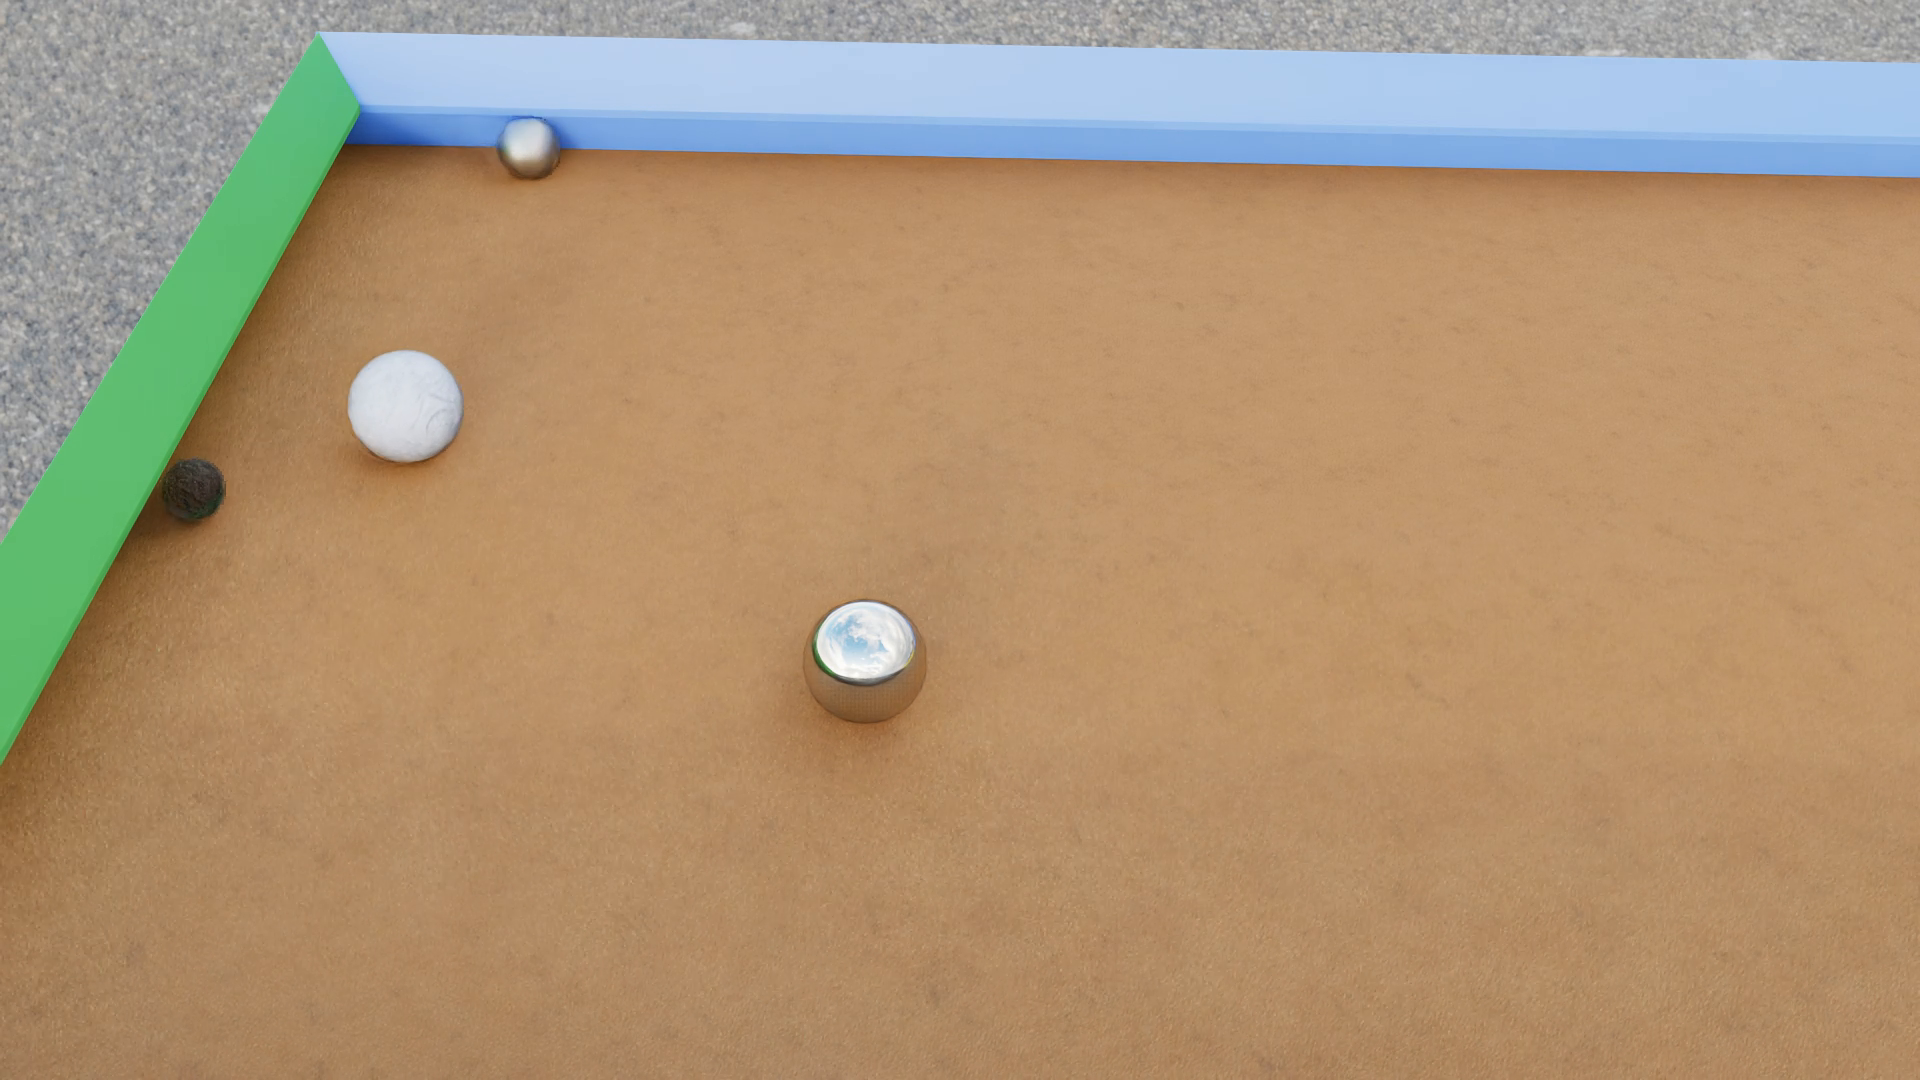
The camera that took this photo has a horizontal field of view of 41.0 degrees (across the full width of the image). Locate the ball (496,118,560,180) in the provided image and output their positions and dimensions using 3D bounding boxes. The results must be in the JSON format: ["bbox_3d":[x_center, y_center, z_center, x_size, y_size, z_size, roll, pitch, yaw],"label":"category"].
[{"bbox_3d":[-0.415,-0.376,2.462,0.059,0.059,0.059,0,35,0],"label":"ball"}]

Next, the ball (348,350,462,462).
[{"bbox_3d":[-0.443,-0.107,2.049,0.090,0.090,0.090,0,35,0],"label":"ball"}]

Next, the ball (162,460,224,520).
[{"bbox_3d":[-0.595,-0.039,1.990,0.046,0.046,0.046,0,35,0],"label":"ball"}]

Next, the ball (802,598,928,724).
[{"bbox_3d":[-0.066,0.084,1.777,0.087,0.087,0.087,0,35,0],"label":"ball"}]

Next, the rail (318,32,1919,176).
[{"bbox_3d":[0.687,-0.393,2.435,2.619,0.117,0.045,2,35,2],"label":"rail"}]

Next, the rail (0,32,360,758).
[{"bbox_3d":[-0.630,-0.037,1.923,0.045,0.117,1.419,2,35,2],"label":"rail"}]
